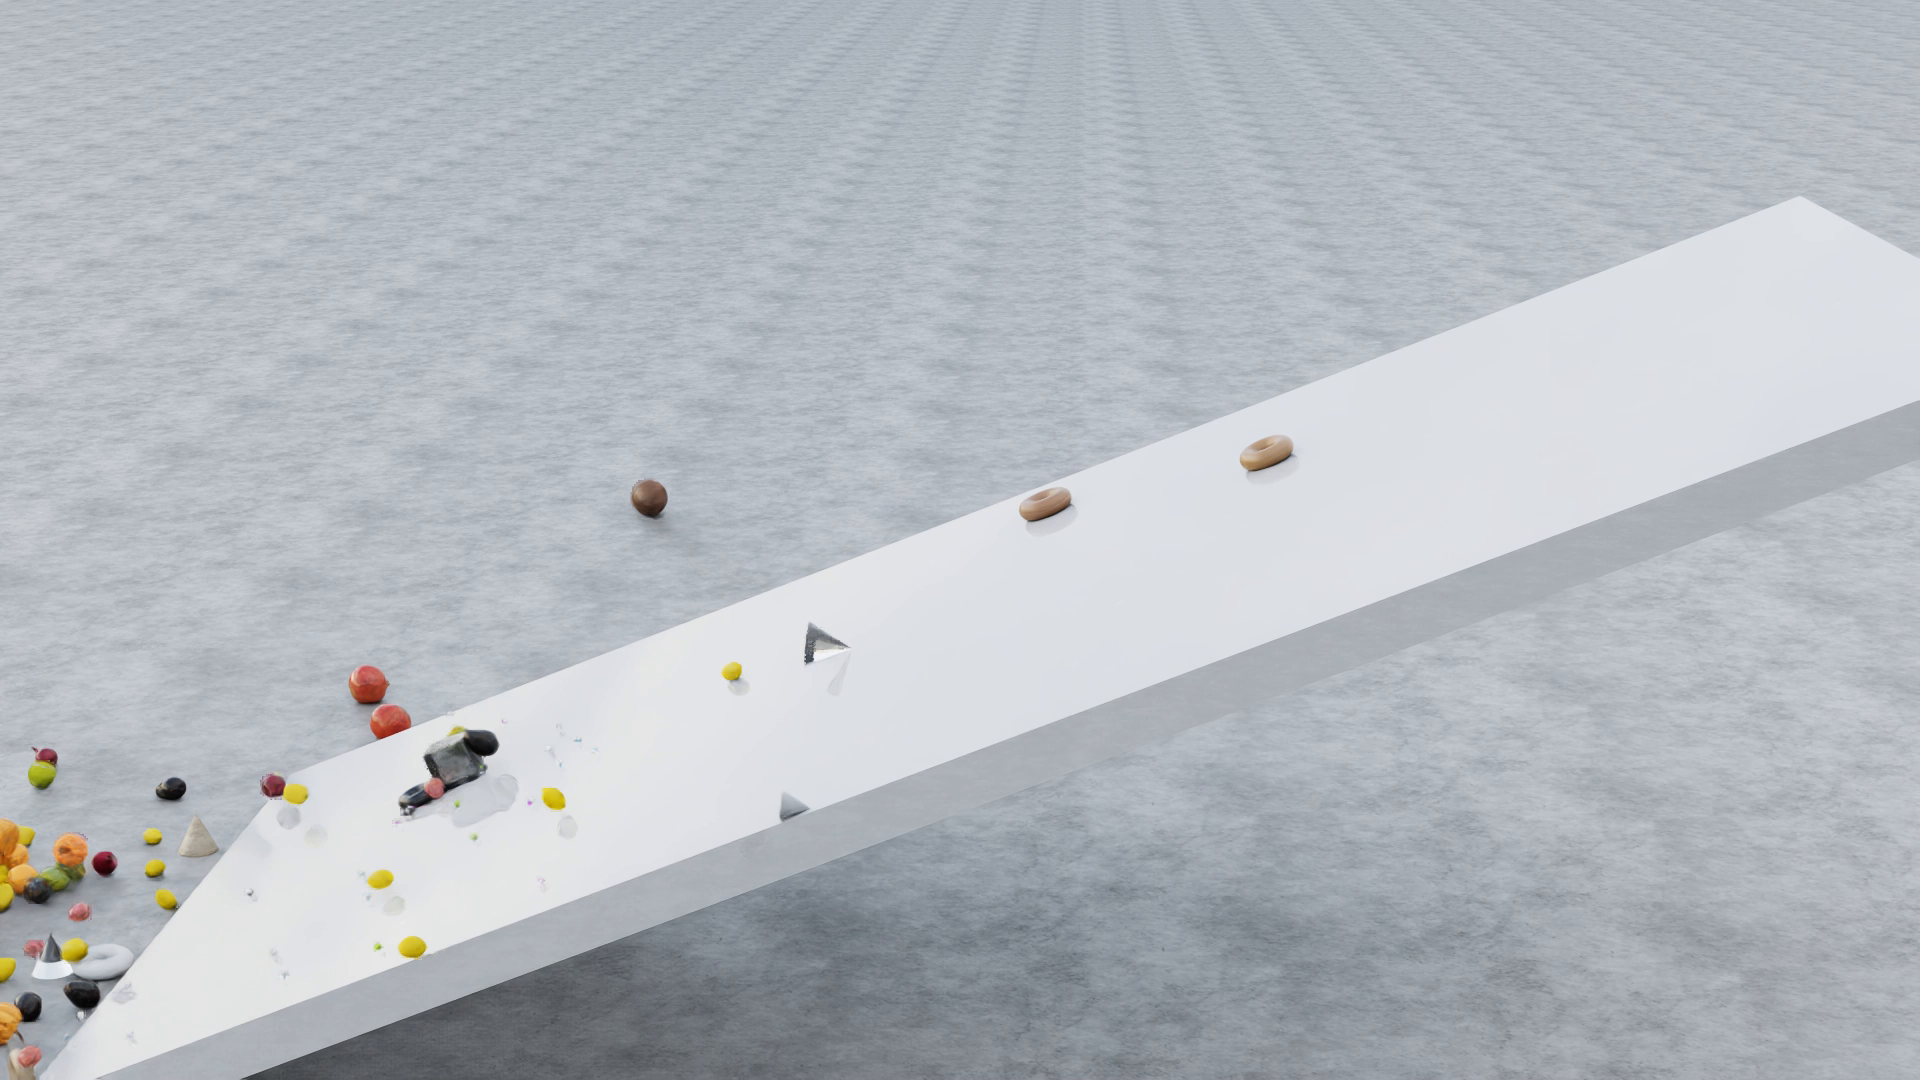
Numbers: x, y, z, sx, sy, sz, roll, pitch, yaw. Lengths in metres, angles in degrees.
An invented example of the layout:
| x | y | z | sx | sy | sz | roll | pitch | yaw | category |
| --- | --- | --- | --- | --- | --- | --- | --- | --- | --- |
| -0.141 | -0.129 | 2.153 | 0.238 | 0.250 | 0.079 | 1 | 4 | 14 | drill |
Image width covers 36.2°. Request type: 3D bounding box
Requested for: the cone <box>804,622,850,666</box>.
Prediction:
| x | y | z | sx | sy | sz | roll | pitch | yaw | category |
| --- | --- | --- | --- | --- | --- | --- | --- | --- | --- |
| -0.285 | 0.232 | 6.422 | 0.100 | 0.100 | 0.100 | 5 | 14 | 2 | cone |

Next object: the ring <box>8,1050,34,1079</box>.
| x | y | z | sx | sy | sz | roll | pitch | yaw | category |
| --- | --- | --- | --- | --- | --- | --- | --- | --- | --- |
| -1.860 | 1.056 | 5.828 | 0.033 | 0.098 | 0.098 | -13 | 19 | -32 | ring |

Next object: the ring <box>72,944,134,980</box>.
| x | y | z | sx | sy | sz | roll | pitch | yaw | category |
| --- | --- | --- | --- | --- | --- | --- | --- | --- | --- |
| -1.883 | 0.927 | 6.460 | 0.134 | 0.045 | 0.134 | 0 | 14 | 0 | ring |

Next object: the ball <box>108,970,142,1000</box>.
| x | y | z | sx | sy | sz | roll | pitch | yaw | category |
| --- | --- | --- | --- | --- | --- | --- | --- | --- | --- |
| -1.720 | 0.917 | 6.056 | 0.066 | 0.066 | 0.066 | 0 | 14 | 0 | ball |

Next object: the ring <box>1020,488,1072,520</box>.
| x | y | z | sx | sy | sz | roll | pitch | yaw | category |
| --- | --- | --- | --- | --- | --- | --- | --- | --- | --- |
| 0.201 | -0.086 | 6.937 | 0.131 | 0.044 | 0.131 | -20 | 13 | 5 | ring |

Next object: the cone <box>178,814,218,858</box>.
| x | y | z | sx | sy | sz | roll | pitch | yaw | category |
| --- | --- | --- | --- | --- | --- | --- | --- | --- | --- |
| -1.869 | 0.715 | 7.207 | 0.098 | 0.098 | 0.098 | 0 | 14 | 0 | cone |

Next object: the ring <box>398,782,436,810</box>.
| x | y | z | sx | sy | sz | roll | pitch | yaw | category |
| --- | --- | --- | --- | --- | --- | --- | --- | --- | --- |
| -1.224 | 0.578 | 6.639 | 0.094 | 0.031 | 0.094 | -23 | 15 | 7 | ring |

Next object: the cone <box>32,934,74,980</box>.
| x | y | z | sx | sy | sz | roll | pitch | yaw | category |
| --- | --- | --- | --- | --- | --- | --- | --- | --- | --- |
| -1.994 | 0.905 | 6.454 | 0.089 | 0.089 | 0.089 | 0 | 14 | 0 | cone |

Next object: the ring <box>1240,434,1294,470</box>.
| x | y | z | sx | sy | sz | roll | pitch | yaw | category |
| --- | --- | --- | --- | --- | --- | --- | --- | --- | --- |
| 0.682 | -0.194 | 6.545 | 0.127 | 0.042 | 0.127 | -22 | 16 | 7 | ring |

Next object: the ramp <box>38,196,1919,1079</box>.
| x | y | z | sx | sy | sz | roll | pitch | yaw | category |
| --- | --- | --- | --- | --- | --- | --- | --- | --- | --- |
| 0.124 | 0.173 | 6.290 | 4.000 | 0.100 | 2.000 | -21 | 12 | 7 | ramp |

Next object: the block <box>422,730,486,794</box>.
| x | y | z | sx | sy | sz | roll | pitch | yaw | category |
| --- | --- | --- | --- | --- | --- | --- | --- | --- | --- |
| -1.148 | 0.502 | 6.679 | 0.094 | 0.094 | 0.094 | -21 | 12 | 7 | block |
